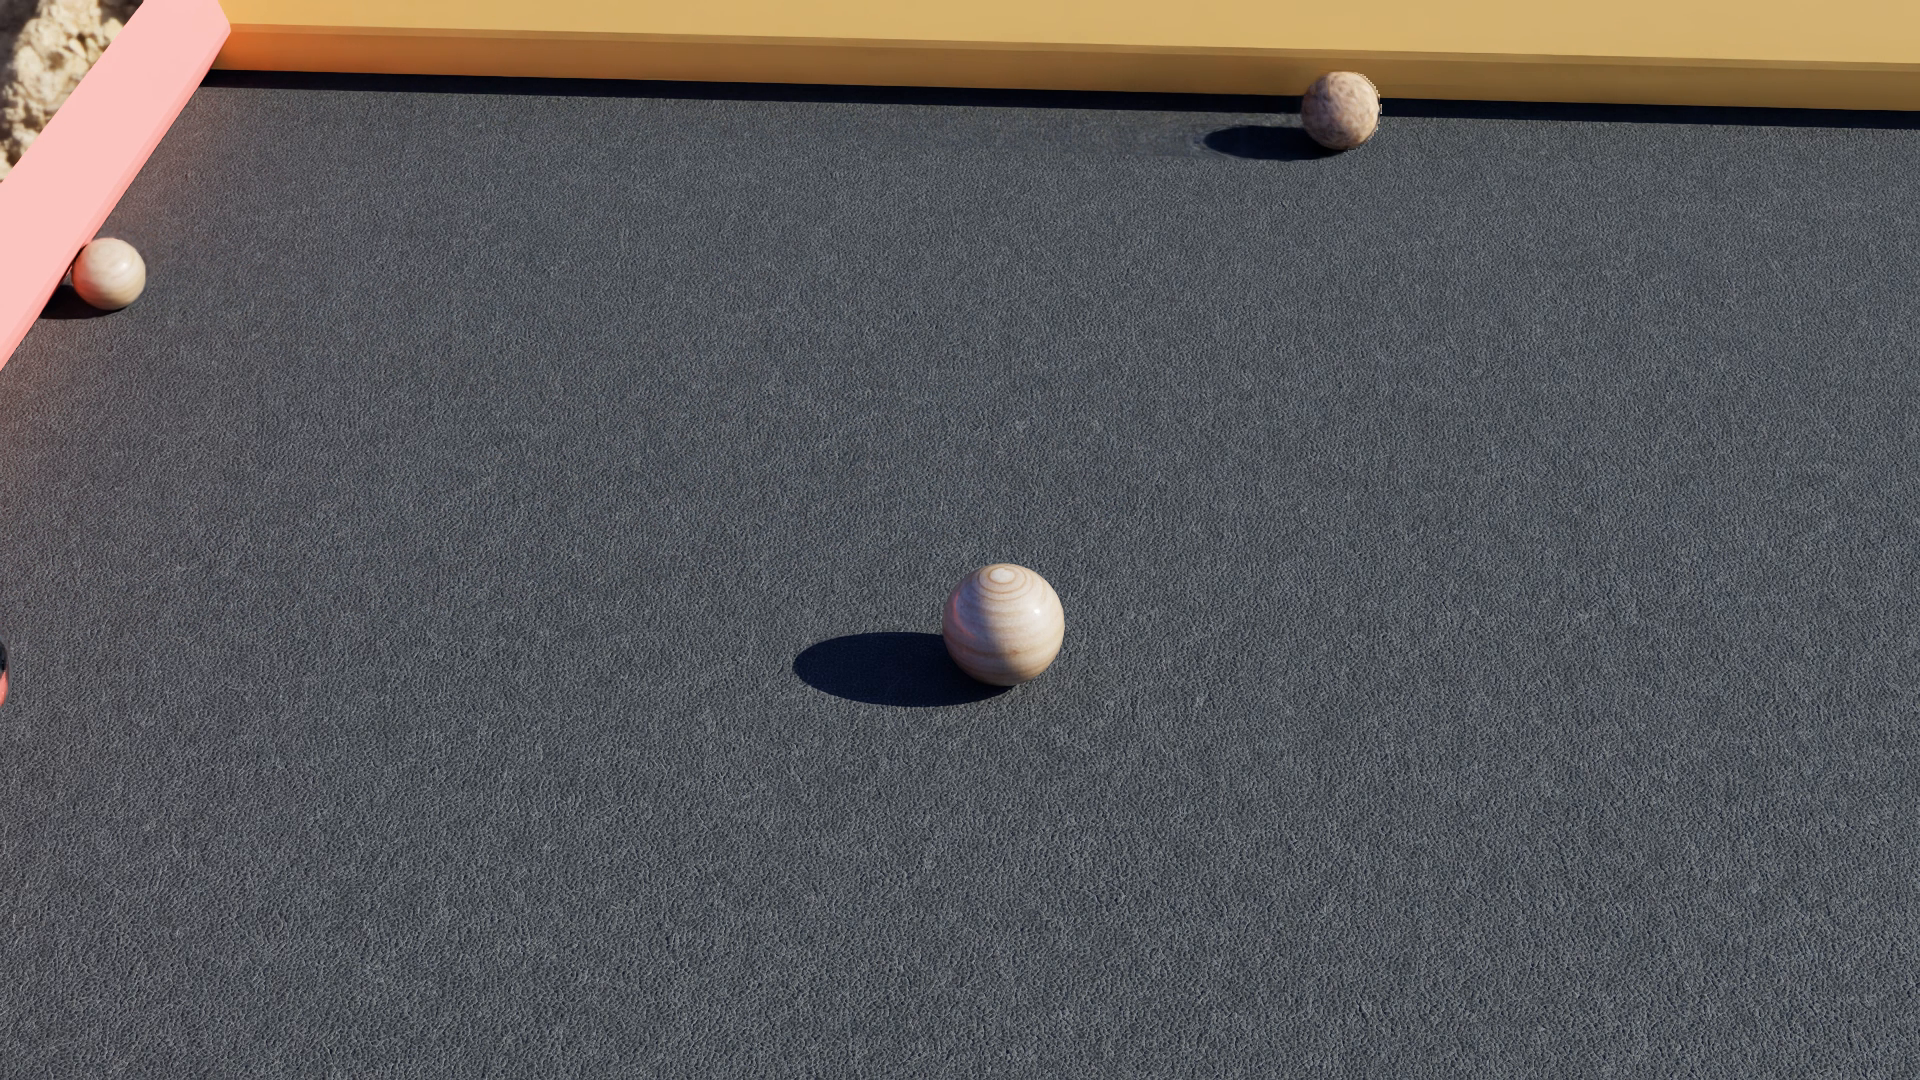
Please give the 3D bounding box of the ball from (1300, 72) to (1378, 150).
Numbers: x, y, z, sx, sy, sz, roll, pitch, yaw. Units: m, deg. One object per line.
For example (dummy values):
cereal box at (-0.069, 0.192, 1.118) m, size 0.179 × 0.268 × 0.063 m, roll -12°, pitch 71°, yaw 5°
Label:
ball at (0.352, -0.399, 2.380) m, size 0.072 × 0.072 × 0.072 m, roll 0°, pitch 35°, yaw 0°

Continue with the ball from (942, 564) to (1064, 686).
ball at (0.029, 0.057, 1.723) m, size 0.083 × 0.083 × 0.083 m, roll 0°, pitch 35°, yaw 0°

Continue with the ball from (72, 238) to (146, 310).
ball at (-0.709, -0.222, 2.139) m, size 0.060 × 0.060 × 0.060 m, roll 0°, pitch 35°, yaw 0°

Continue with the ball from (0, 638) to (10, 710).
ball at (-0.668, 0.088, 1.666) m, size 0.098 × 0.098 × 0.098 m, roll 0°, pitch 35°, yaw 0°

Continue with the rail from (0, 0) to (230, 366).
rail at (-0.767, -0.045, 1.828) m, size 0.045 × 0.127 × 1.651 m, roll 2°, pitch 35°, yaw 3°

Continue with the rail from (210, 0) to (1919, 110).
rail at (0.836, -0.455, 2.410) m, size 3.168 × 0.127 × 0.045 m, roll 2°, pitch 35°, yaw 3°
